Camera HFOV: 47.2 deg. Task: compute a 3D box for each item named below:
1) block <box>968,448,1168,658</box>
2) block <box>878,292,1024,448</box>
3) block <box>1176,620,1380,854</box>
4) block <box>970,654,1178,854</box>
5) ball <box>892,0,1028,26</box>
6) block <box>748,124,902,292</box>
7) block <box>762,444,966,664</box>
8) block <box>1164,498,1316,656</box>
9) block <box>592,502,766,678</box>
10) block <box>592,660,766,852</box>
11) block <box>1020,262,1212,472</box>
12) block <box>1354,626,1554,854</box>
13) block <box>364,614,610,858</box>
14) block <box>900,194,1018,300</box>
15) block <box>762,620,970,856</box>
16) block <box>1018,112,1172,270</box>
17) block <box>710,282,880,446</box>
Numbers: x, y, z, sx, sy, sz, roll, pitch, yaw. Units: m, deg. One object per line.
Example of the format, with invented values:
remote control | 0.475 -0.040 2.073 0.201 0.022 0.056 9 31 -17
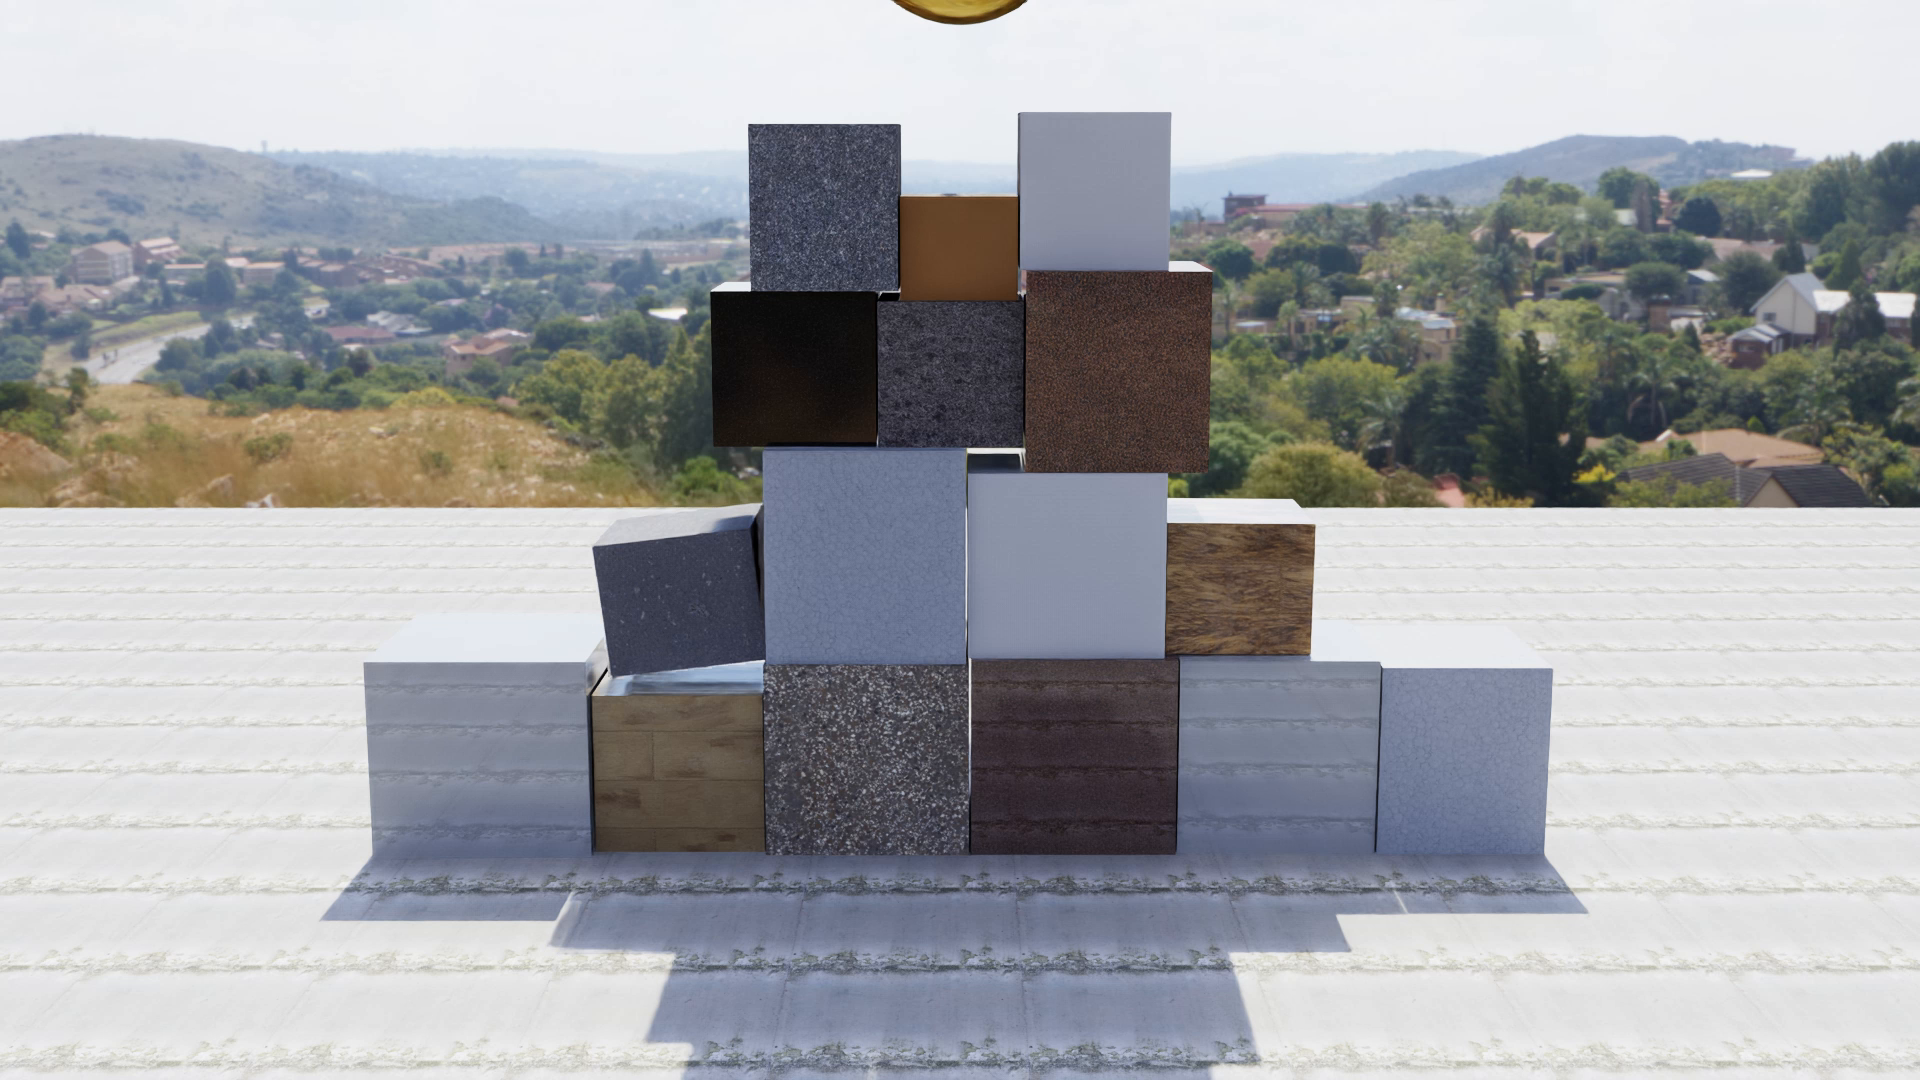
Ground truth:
block | 0.523 0.052 11.177 0.970 0.920 0.883 0 10 0
block | -0.046 -0.865 11.025 0.706 0.710 0.710 0 10 0
block | 1.574 0.994 11.350 0.985 0.984 0.946 0 10 0
block | 0.563 0.987 11.369 1.016 0.990 1.038 0 10 0
ball | 0.000 -4.473 15.606 1.600 1.600 1.600 0 10 0
block | -0.654 -1.654 10.888 0.711 0.796 0.703 0 10 0
block | -0.462 0.002 11.192 0.981 1.055 0.999 0 10 0
block | 1.383 0.176 11.230 0.724 0.661 0.757 1 10 0
block | -1.379 0.243 11.218 0.779 0.665 0.779 -7 10 1
block | -1.396 1.081 11.371 0.843 0.804 0.914 0 10 0
block | 0.762 -0.882 11.019 0.890 0.974 0.861 0 10 0
block | 2.494 1.010 11.344 0.834 0.954 0.963 0 10 0
block | -2.369 0.984 11.366 1.083 0.997 1.126 0 10 0
block | -0.004 -1.459 10.906 0.569 0.501 0.581 0 10 0
block | -0.460 0.999 11.364 1.010 0.968 1.037 0 10 0
block | 0.650 -1.729 10.862 0.720 0.749 0.619 0 10 0
block | -0.808 -0.891 11.036 0.798 0.759 0.686 0 10 0
